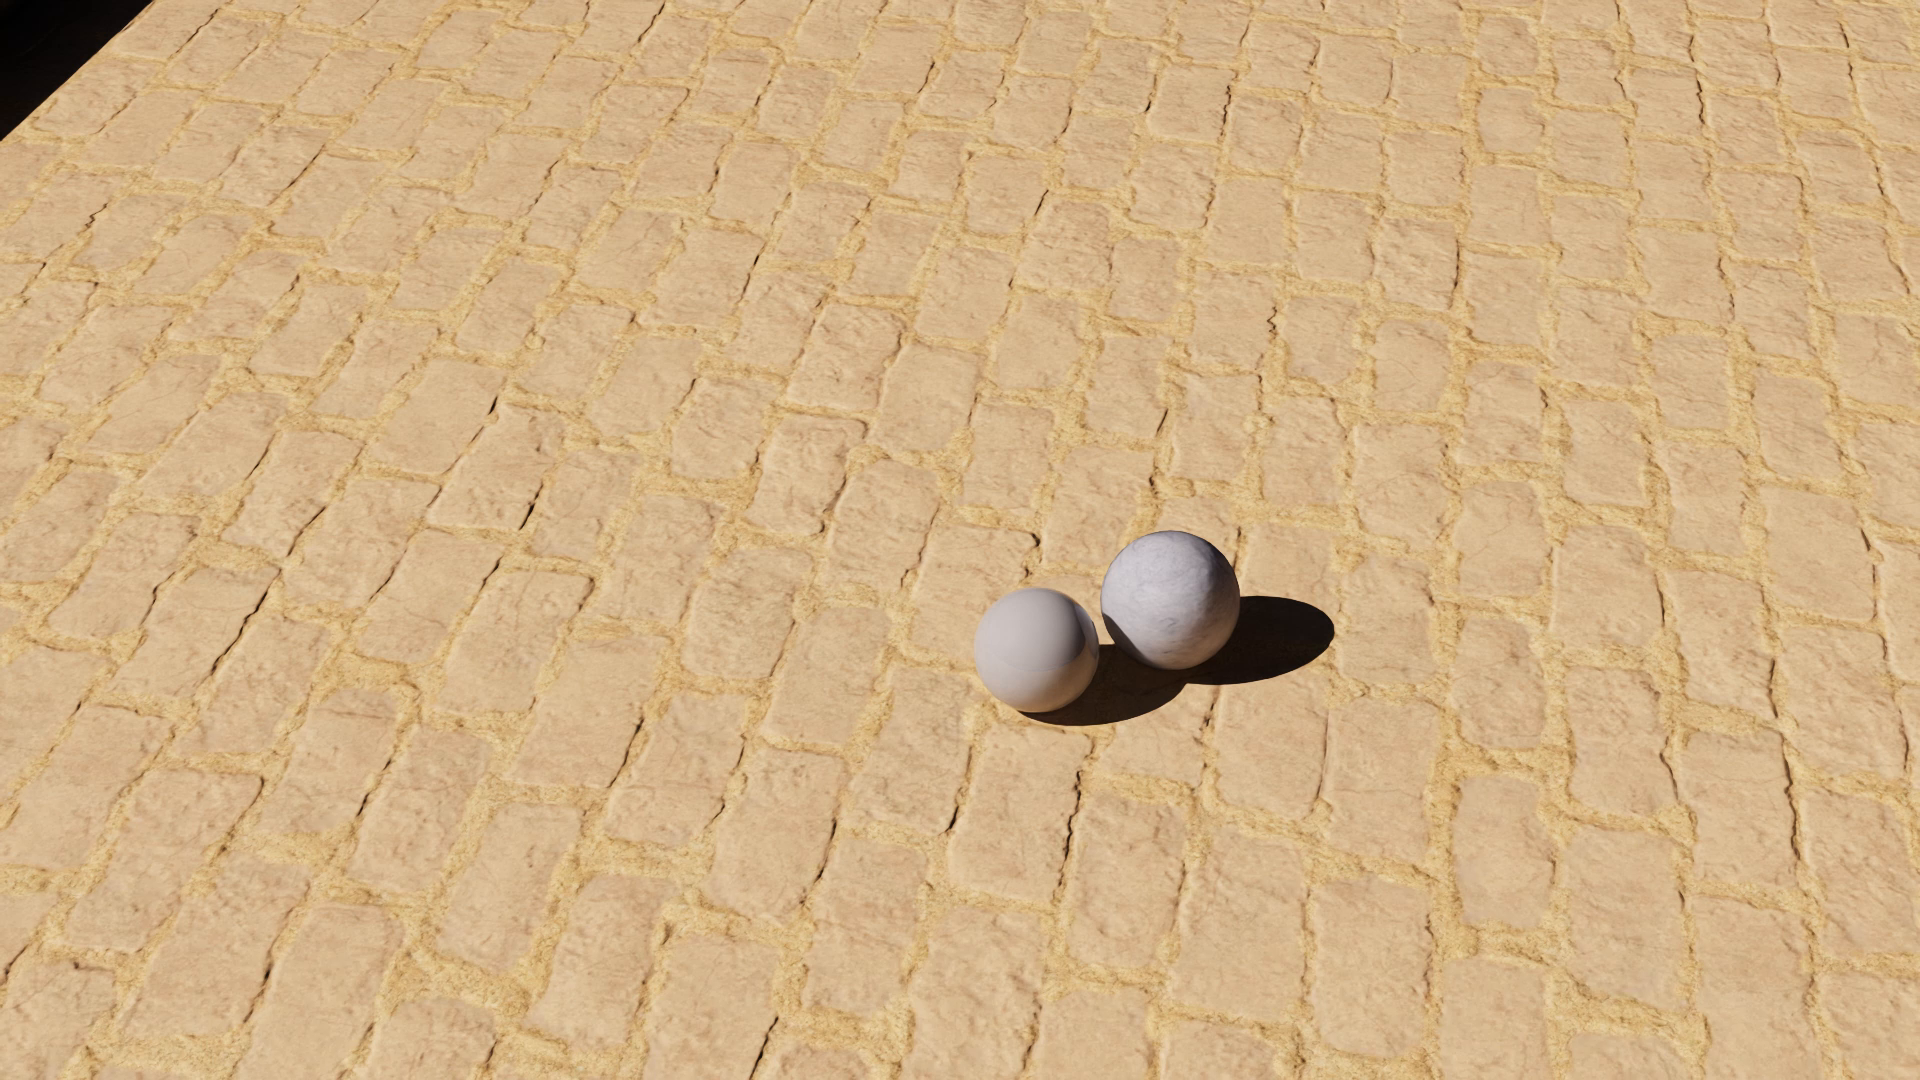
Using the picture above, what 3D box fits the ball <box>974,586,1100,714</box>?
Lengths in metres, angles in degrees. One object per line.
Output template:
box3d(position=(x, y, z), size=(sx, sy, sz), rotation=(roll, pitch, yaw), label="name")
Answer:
box3d(position=(0.048, 0.069, 1.623), size=(0.080, 0.080, 0.080), rotation=(0, 35, 0), label="ball")

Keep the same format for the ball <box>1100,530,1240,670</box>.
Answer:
box3d(position=(0.136, 0.039, 1.657), size=(0.091, 0.091, 0.091), rotation=(0, 35, 0), label="ball")

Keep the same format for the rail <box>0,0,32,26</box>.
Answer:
box3d(position=(-1.044, -0.122, 1.861), size=(0.045, 0.118, 2.463), rotation=(6, 36, 8), label="rail")
